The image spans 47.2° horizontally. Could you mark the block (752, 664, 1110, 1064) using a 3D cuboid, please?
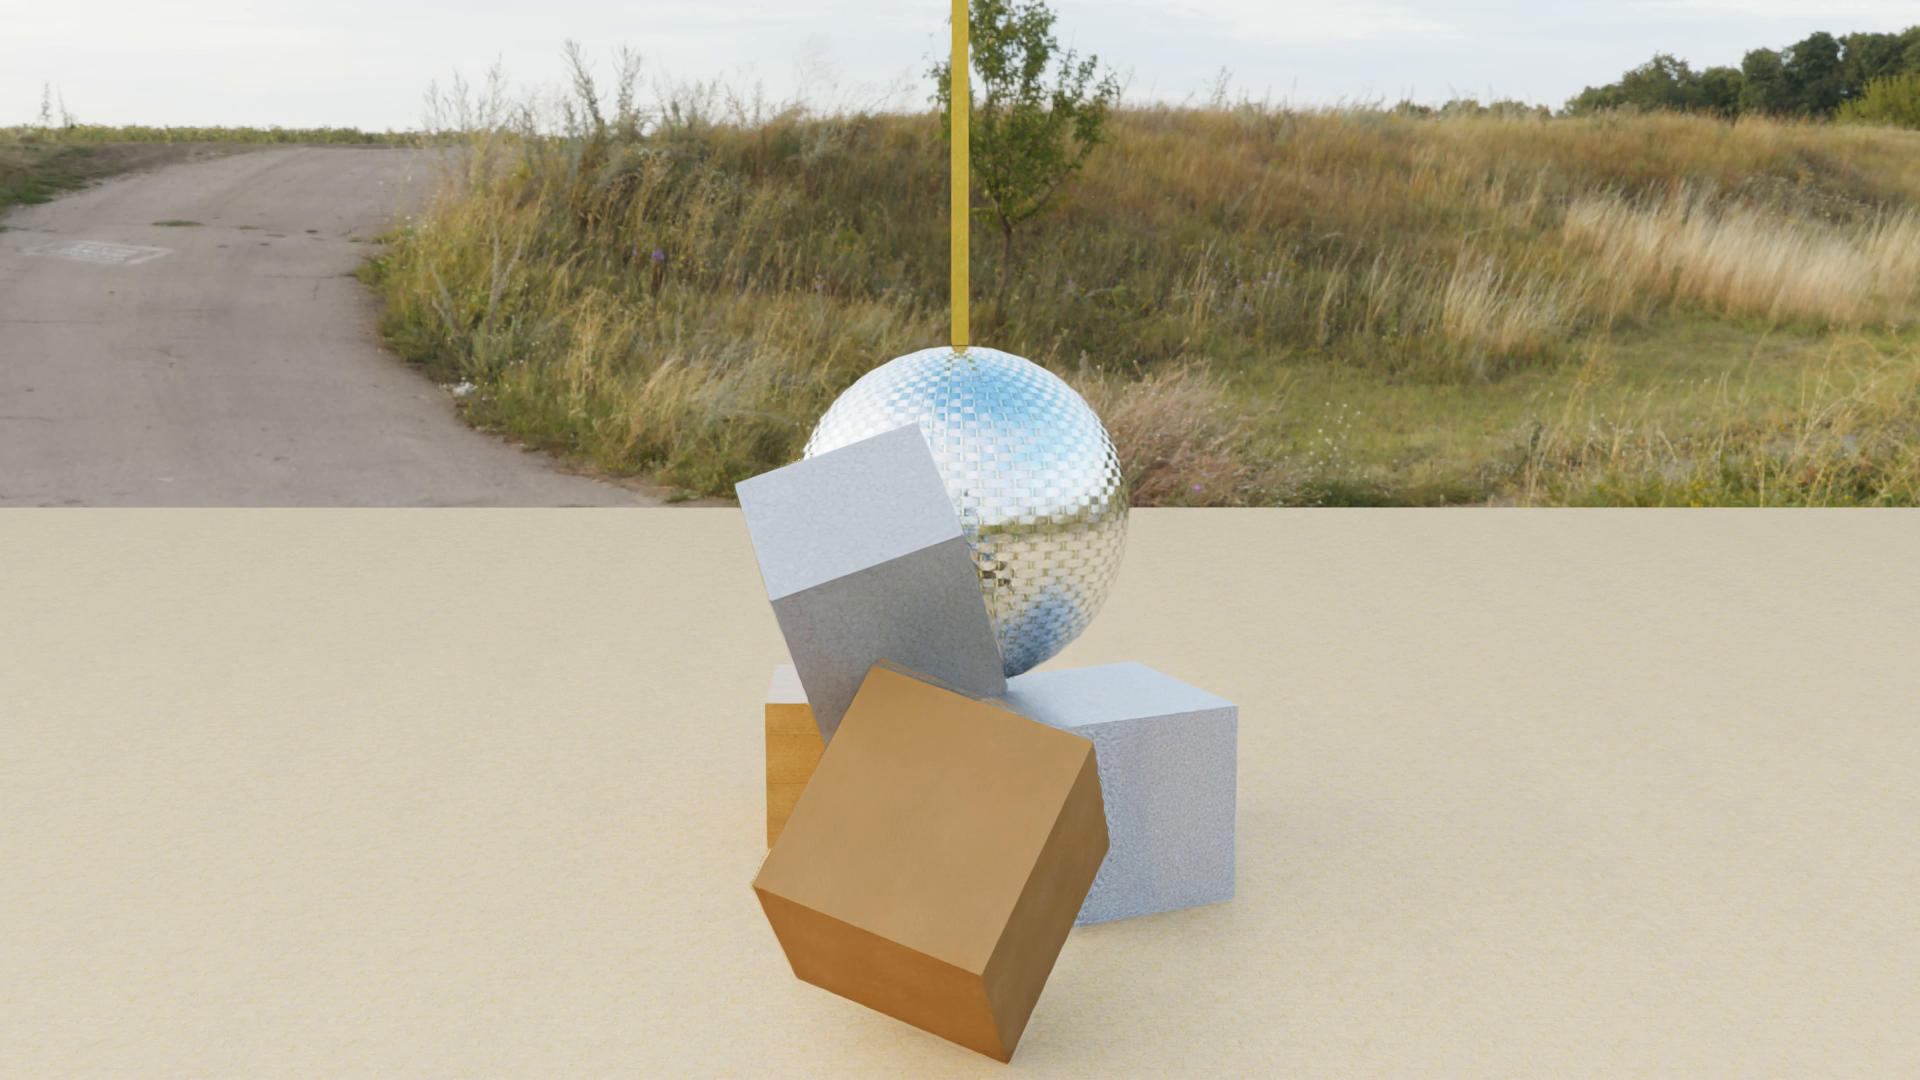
[{"bbox_3d":[-0.076,1.249,8.483,0.931,0.879,1.001,18,61,19],"label":"block"}]

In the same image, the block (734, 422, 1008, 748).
[{"bbox_3d":[-0.354,0.194,8.917,0.779,0.902,0.728,-19,43,-3],"label":"block"}]

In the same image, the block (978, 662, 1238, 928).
[{"bbox_3d":[0.629,1.184,10.426,0.989,0.941,0.962,-5,11,-25],"label":"block"}]

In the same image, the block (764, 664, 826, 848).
[{"bbox_3d":[-0.543,1.107,11.372,0.854,0.753,0.808,0,10,0],"label":"block"}]

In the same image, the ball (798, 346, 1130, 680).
[{"bbox_3d":[0.000,-0.114,10.367,1.600,1.600,1.600,0,10,0],"label":"ball"}]

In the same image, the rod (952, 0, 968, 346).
[{"bbox_3d":[0.000,-3.509,10.199,0.080,5.200,0.080,0,3,0],"label":"rod"}]
